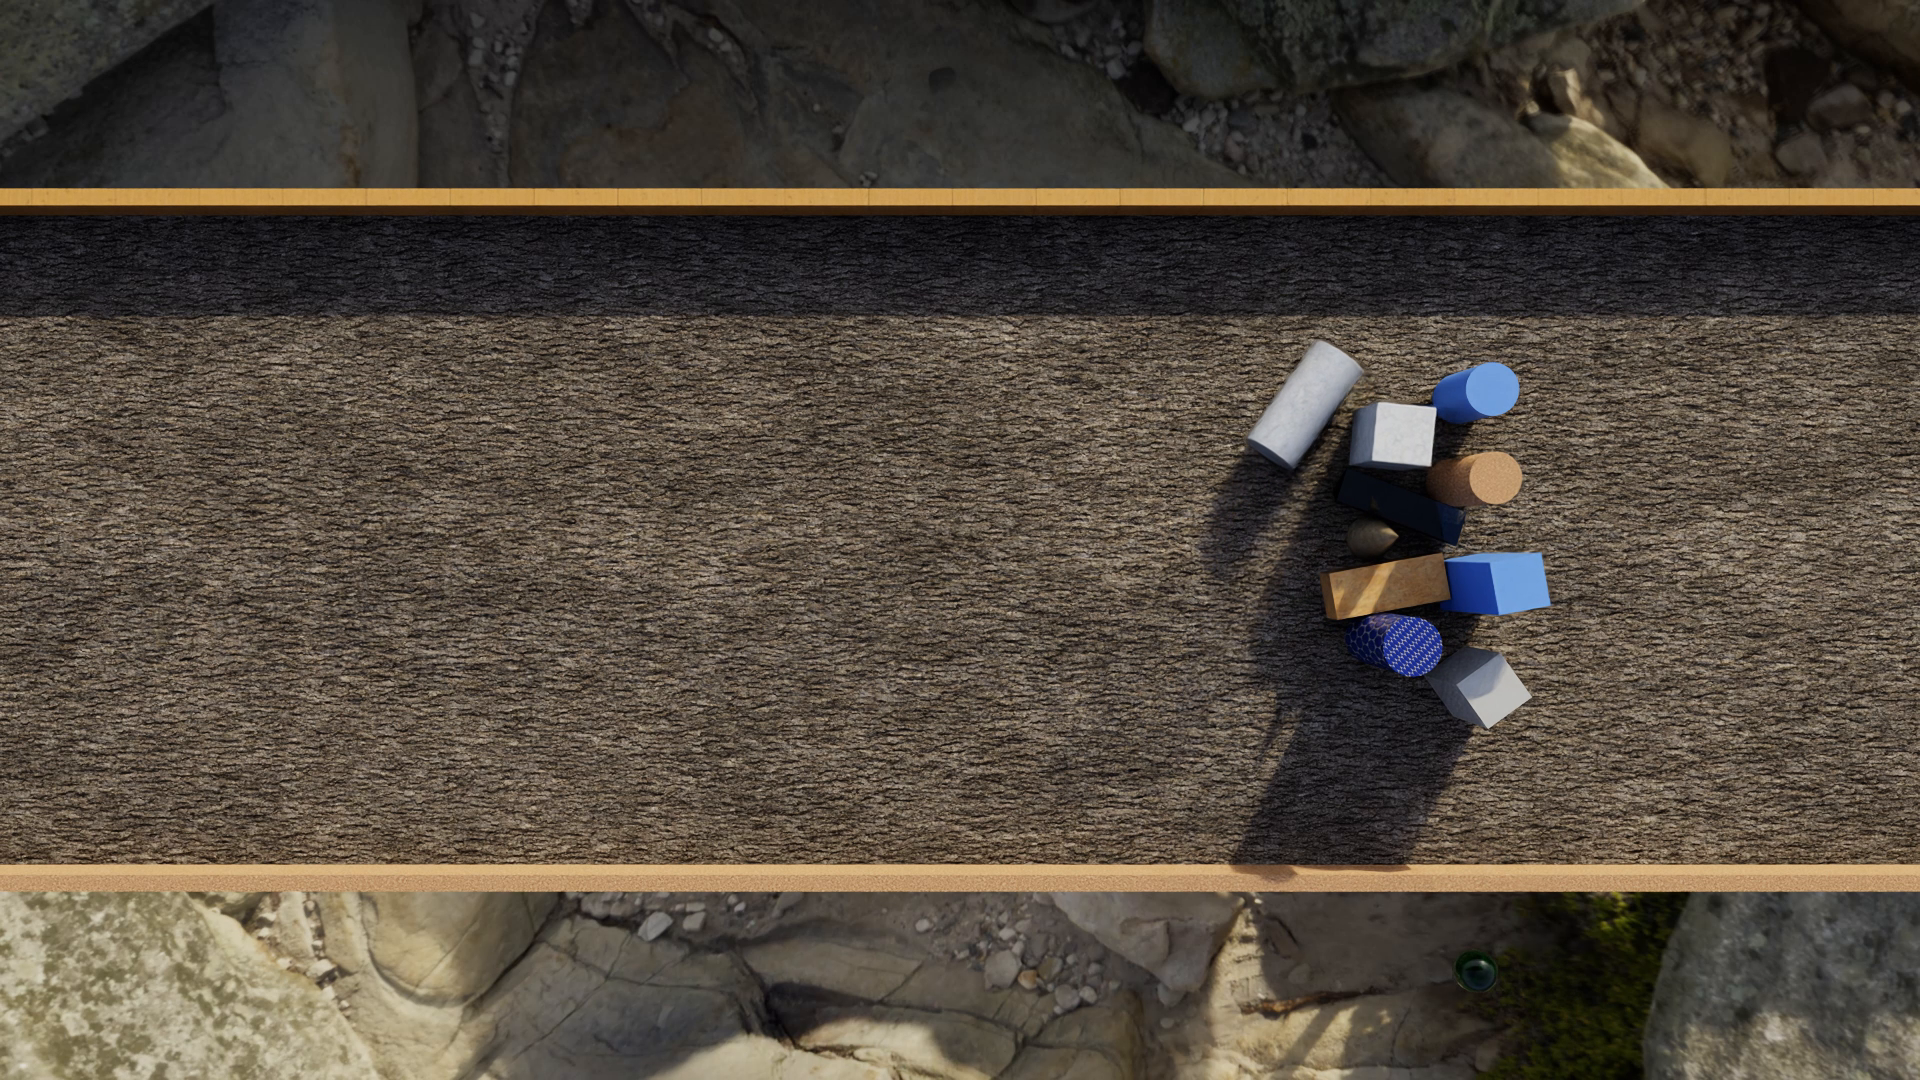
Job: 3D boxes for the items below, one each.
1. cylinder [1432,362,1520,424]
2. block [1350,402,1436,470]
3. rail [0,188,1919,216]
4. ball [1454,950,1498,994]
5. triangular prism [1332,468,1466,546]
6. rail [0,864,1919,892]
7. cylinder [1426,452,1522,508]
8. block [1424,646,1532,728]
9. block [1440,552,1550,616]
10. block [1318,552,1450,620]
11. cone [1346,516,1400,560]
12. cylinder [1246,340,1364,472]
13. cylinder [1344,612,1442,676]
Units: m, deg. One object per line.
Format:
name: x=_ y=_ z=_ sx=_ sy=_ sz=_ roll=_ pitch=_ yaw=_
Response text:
cylinder: x=1.531 y=-0.434 z=4.909 sx=0.154 sy=0.335 sz=0.154 roll=0 pitch=90 yaw=0
block: x=1.287 y=-0.306 z=4.918 sx=0.170 sy=0.312 sz=0.170 roll=6 pitch=90 yaw=1
rail: x=-2.247 y=-1.025 z=5.002 sx=12.000 sy=0.150 sz=0.050 roll=0 pitch=90 yaw=0
ball: x=2.718 y=2.272 z=8.685 sx=0.225 sy=0.225 sz=0.225 roll=0 pitch=90 yaw=0
triangular prism: x=1.327 y=-0.084 z=5.002 sx=0.385 sy=0.112 sz=0.097 roll=20 pitch=49 yaw=0
rail: x=-2.247 y=1.025 z=5.001 sx=12.000 sy=0.150 sz=0.050 roll=0 pitch=90 yaw=0
cylinder: x=1.508 y=-0.175 z=4.859 sx=0.149 sy=0.434 sz=0.149 roll=0 pitch=90 yaw=0
block: x=1.536 y=0.434 z=4.909 sx=0.156 sy=0.334 sz=0.156 roll=-36 pitch=90 yaw=0
block: x=1.553 y=0.126 z=4.842 sx=0.150 sy=0.460 sz=0.150 roll=-10 pitch=90 yaw=-4
block: x=1.287 y=0.139 z=5.006 sx=0.345 sy=0.142 sz=0.142 roll=-10 pitch=90 yaw=0
cone: x=1.259 y=-0.007 z=4.898 sx=0.140 sy=0.355 sz=0.140 roll=0 pitch=89 yaw=0
cylinder: x=1.042 y=-0.406 z=4.990 sx=0.172 sy=0.172 sz=0.362 roll=35 pitch=90 yaw=0
cylinder: x=1.268 y=0.299 z=4.847 sx=0.167 sy=0.459 sz=0.167 roll=0 pitch=90 yaw=0
